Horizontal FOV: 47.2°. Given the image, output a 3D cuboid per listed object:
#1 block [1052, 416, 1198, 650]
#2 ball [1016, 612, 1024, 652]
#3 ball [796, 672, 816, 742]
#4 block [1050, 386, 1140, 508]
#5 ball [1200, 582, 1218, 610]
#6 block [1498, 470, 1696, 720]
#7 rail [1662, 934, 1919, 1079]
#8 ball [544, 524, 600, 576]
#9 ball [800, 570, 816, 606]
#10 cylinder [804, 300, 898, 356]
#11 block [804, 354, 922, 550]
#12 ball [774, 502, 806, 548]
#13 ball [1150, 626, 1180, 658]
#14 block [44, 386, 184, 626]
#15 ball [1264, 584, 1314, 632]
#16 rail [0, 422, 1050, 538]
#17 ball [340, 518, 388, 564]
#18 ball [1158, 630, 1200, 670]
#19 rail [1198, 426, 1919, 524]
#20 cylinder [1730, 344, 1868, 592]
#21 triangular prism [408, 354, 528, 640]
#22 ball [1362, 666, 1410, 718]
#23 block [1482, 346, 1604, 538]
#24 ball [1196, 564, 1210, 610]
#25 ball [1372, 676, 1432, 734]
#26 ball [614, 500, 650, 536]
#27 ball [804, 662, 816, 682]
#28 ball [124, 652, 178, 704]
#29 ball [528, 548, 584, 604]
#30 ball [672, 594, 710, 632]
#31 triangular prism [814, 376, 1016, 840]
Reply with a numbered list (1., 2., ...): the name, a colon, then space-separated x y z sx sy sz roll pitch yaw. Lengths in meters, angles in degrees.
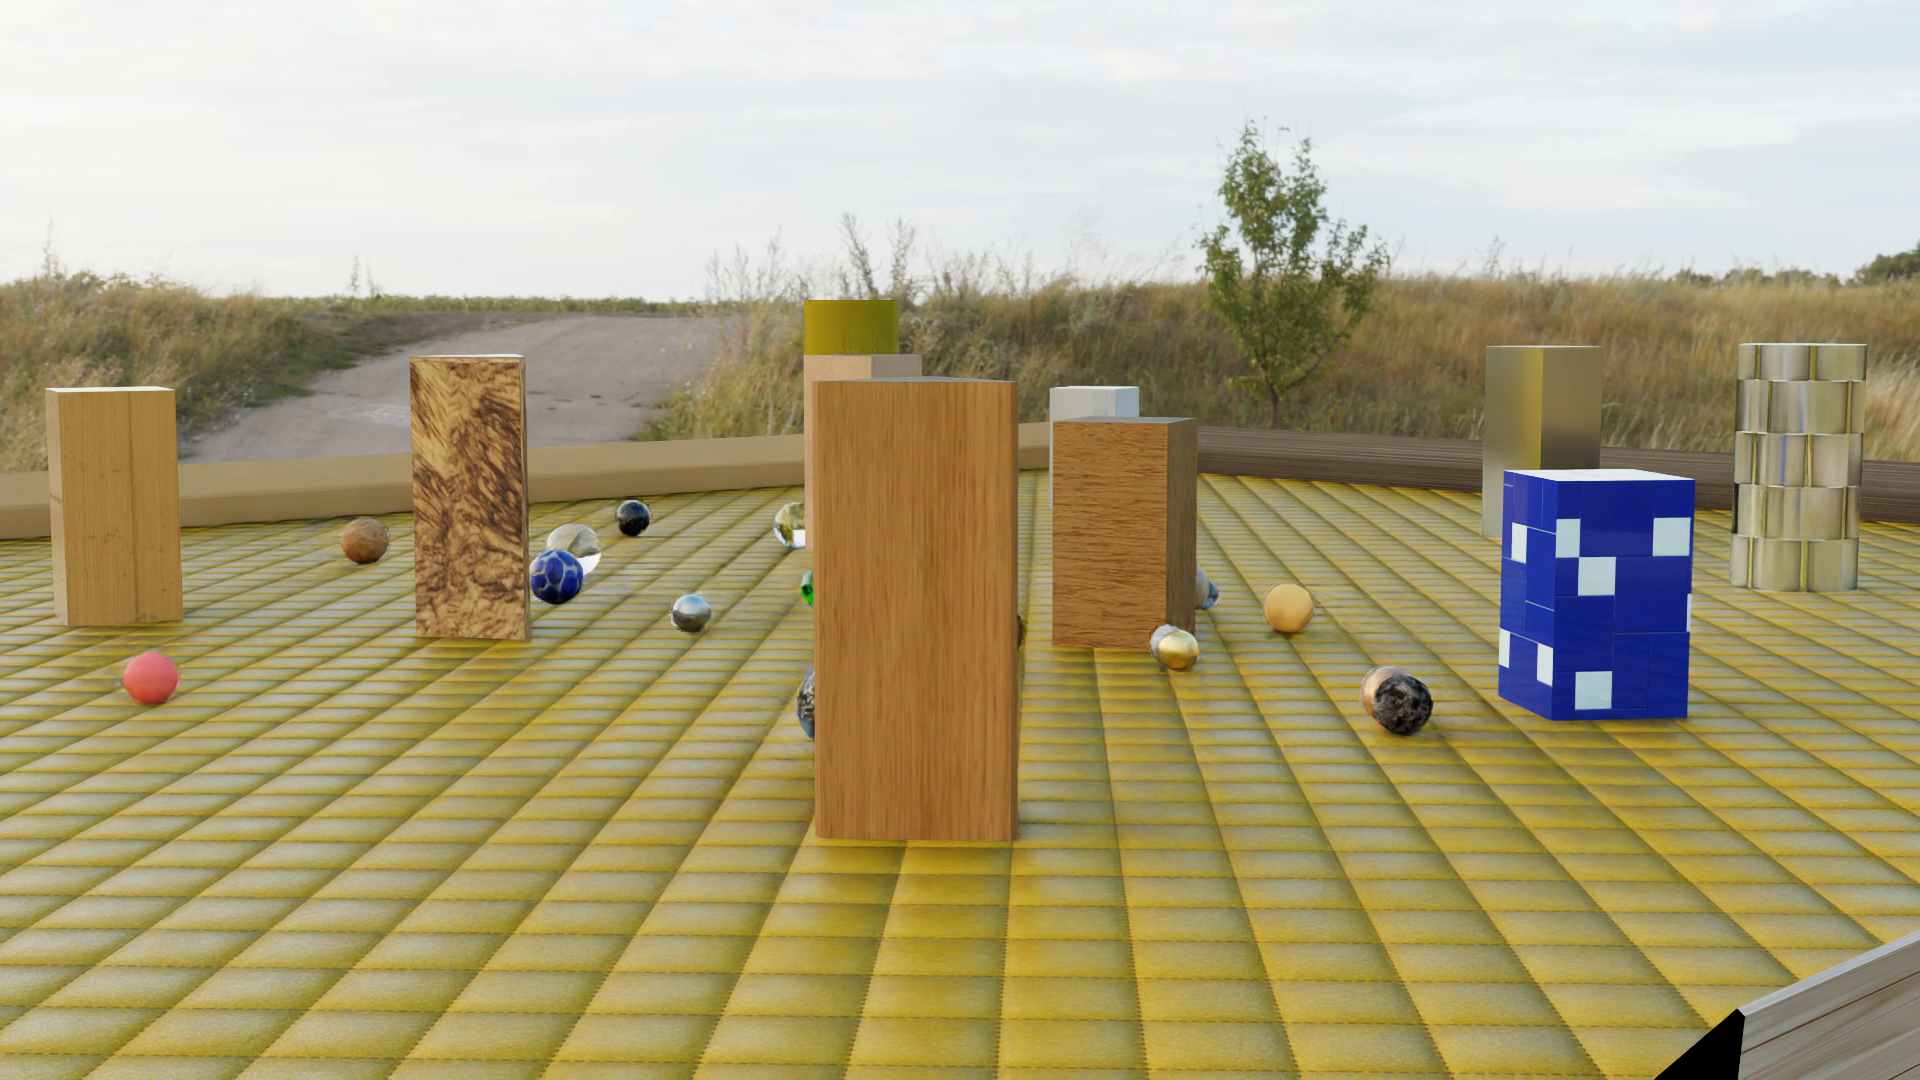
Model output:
1. block: 0.223 -0.013 2.956 0.156 0.298 0.156 2 6 20
2. ball: 0.041 0.116 2.779 0.079 0.079 0.079 0 6 0
3. ball: -0.122 0.169 2.231 0.087 0.087 0.087 0 6 0
4. block: 0.304 -0.209 4.965 0.156 0.269 0.156 3 7 24
5. ball: 0.363 0.082 3.273 0.044 0.044 0.044 0 6 0
6. block: 0.709 0.057 2.461 0.156 0.261 0.156 -1 6 -7
7. rail: 1.314 0.181 1.916 4.628 0.126 0.045 -5 8 -42
8. ball: -0.643 0.018 3.651 0.092 0.092 0.092 0 6 0
9. ball: -0.211 0.071 3.312 0.057 0.057 0.057 0 6 0
10. cylinder: -0.222 -0.259 4.504 0.194 0.464 0.194 0 6 0
11. block: -0.179 -0.162 4.079 0.156 0.361 0.156 4 7 35
12. ball: -0.307 -0.028 4.119 0.084 0.084 0.084 0 6 0
13. ball: 0.264 0.131 2.794 0.046 0.046 0.046 0 6 0
14. block: -1.225 -0.053 3.182 0.156 0.330 0.156 -3 7 -29
15. ball: 0.454 0.094 3.036 0.068 0.068 0.068 0 6 0
16. rail: -1.314 -0.116 4.748 4.628 0.126 0.045 -5 8 -42
17. ball: -1.044 0.002 3.854 0.081 0.081 0.081 0 6 0
18. ball: 0.270 0.136 2.717 0.051 0.051 0.051 0 6 0
19. rail: 1.683 -0.129 4.877 0.045 0.126 3.921 -5 8 -42
20. cylinder: 1.349 -0.120 3.543 0.194 0.389 0.194 0 6 0
21. triangular prism: -0.648 -0.065 3.050 0.168 0.381 0.146 2 6 14
22. ball: 0.464 0.167 2.375 0.061 0.061 0.061 0 6 0
23. block: 1.134 -0.190 4.287 0.156 0.373 0.156 -3 7 -29
24. ball: 0.323 0.068 3.215 0.083 0.083 0.083 0 6 0
25. ball: 0.466 0.173 2.314 0.062 0.062 0.062 0 6 0
26. ball: -0.646 -0.043 4.338 0.070 0.070 0.070 0 6 0
27. ball: -0.148 0.160 2.468 0.056 0.056 0.056 0 6 0
28. ball: -0.915 0.156 2.488 0.059 0.059 0.059 0 6 0
29. ball: -0.612 0.055 3.333 0.084 0.084 0.084 0 6 0
30. ball: -0.372 0.101 3.043 0.053 0.053 0.053 0 6 0
31. triangular prism: -0.032 0.053 1.909 0.168 0.385 0.146 0 6 4
